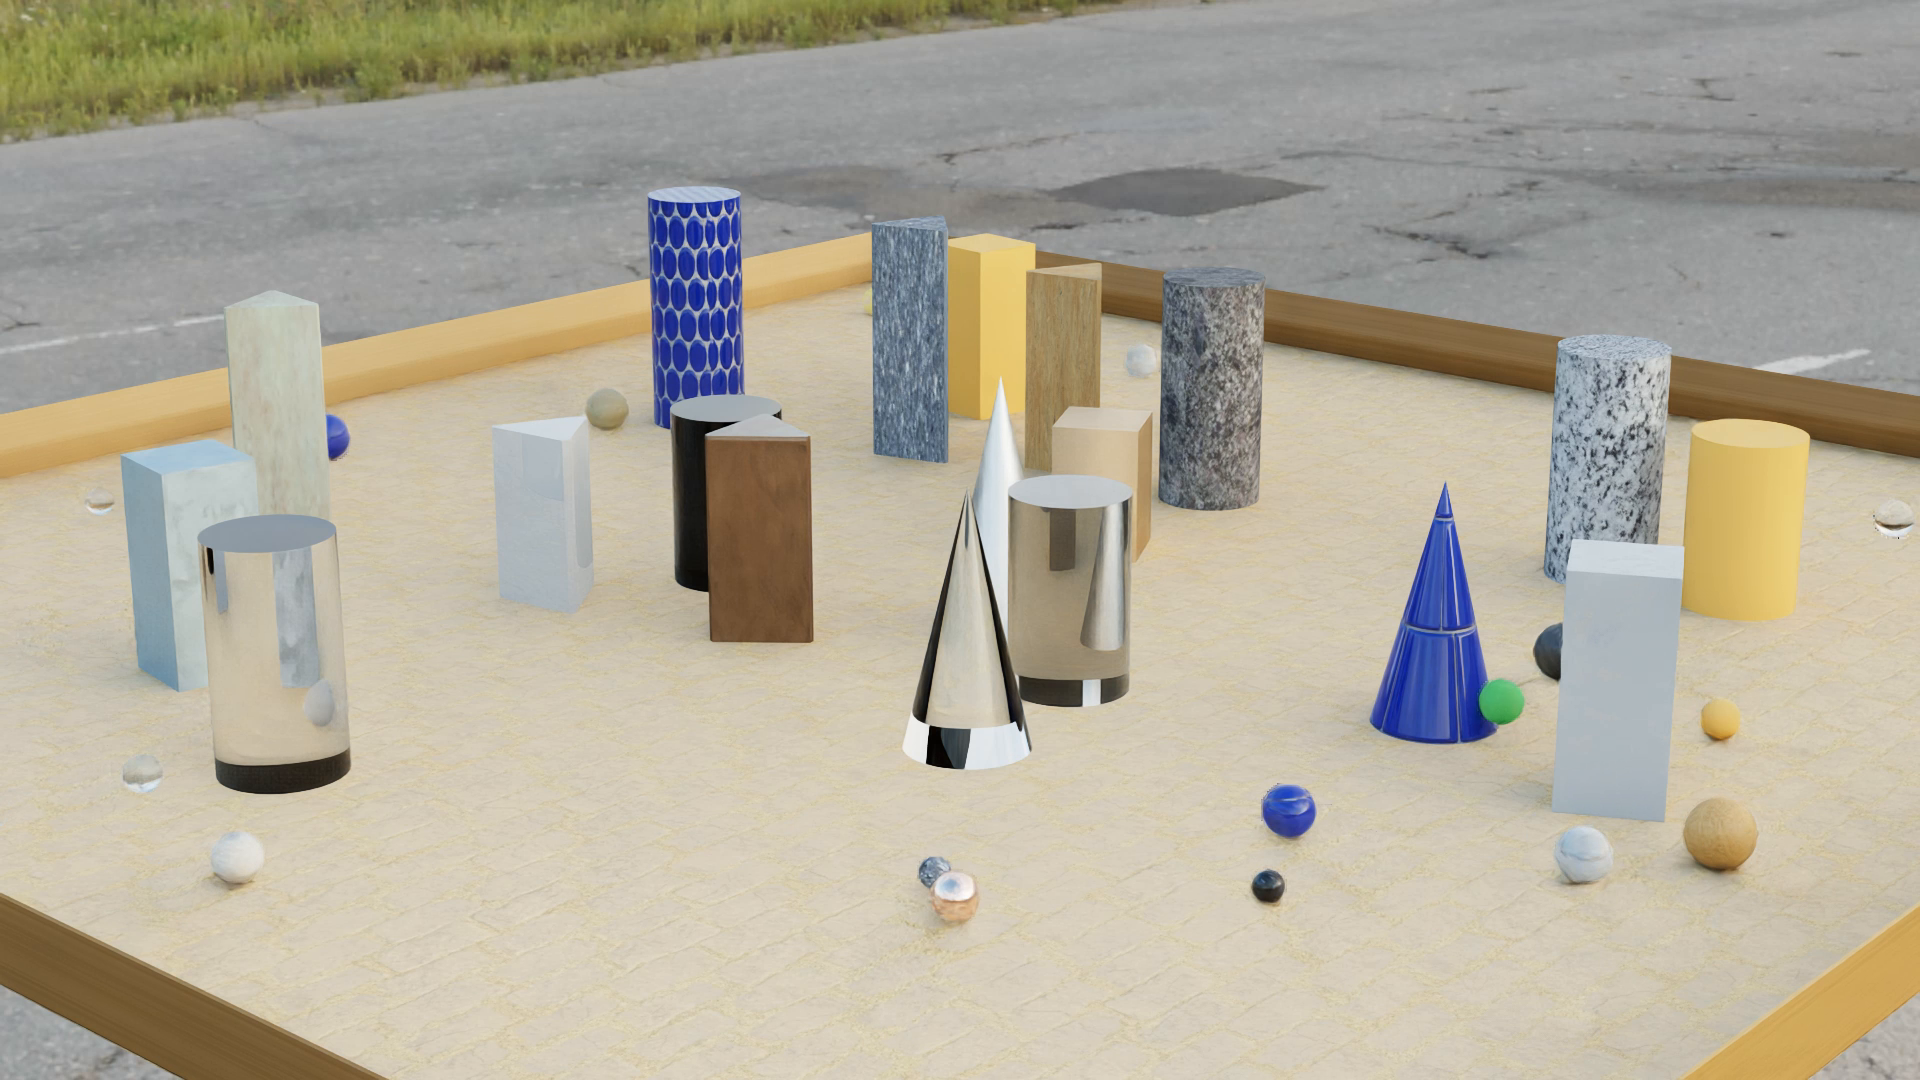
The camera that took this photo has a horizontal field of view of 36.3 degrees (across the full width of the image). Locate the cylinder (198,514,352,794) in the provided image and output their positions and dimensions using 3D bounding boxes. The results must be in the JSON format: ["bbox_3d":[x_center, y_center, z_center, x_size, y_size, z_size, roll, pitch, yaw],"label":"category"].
[{"bbox_3d":[-0.997,0.165,4.273,0.196,0.364,0.196,0,17,0],"label":"cylinder"}]

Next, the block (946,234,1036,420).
[{"bbox_3d":[0.051,-0.464,6.356,0.157,0.365,0.157,-14,22,-39],"label":"block"}]

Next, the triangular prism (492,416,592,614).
[{"bbox_3d":[-0.693,-0.052,5.091,0.170,0.307,0.147,11,20,33],"label":"triangular prism"}]

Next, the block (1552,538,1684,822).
[{"bbox_3d":[0.936,0.198,4.170,0.157,0.360,0.157,4,17,14],"label":"block"}]

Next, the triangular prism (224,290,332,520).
[{"bbox_3d":[-1.292,-0.253,5.563,0.170,0.419,0.147,-3,17,-11],"label":"triangular prism"}]

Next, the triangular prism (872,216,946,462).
[{"bbox_3d":[-0.070,-0.416,5.999,0.170,0.479,0.147,8,19,26],"label":"triangular prism"}]

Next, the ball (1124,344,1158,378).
[{"bbox_3d":[0.412,-0.407,6.671,0.075,0.075,0.075,0,17,0],"label":"ball"}]

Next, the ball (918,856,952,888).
[{"bbox_3d":[-0.033,0.443,3.903,0.045,0.045,0.045,0,17,0],"label":"ball"}]

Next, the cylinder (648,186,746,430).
[{"bbox_3d":[-0.559,-0.492,6.235,0.196,0.490,0.196,0,17,0],"label":"cylinder"}]

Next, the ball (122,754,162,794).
[{"bbox_3d":[-1.181,0.338,4.232,0.057,0.057,0.057,0,17,0],"label":"ball"}]

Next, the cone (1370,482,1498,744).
[{"bbox_3d":[0.730,0.095,4.463,0.196,0.388,0.196,0,17,0],"label":"cone"}]

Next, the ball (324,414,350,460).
[{"bbox_3d":[-1.293,-0.211,5.986,0.095,0.095,0.095,0,17,0],"label":"ball"}]

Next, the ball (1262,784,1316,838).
[{"bbox_3d":[0.457,0.376,4.073,0.075,0.075,0.075,0,17,0],"label":"ball"}]

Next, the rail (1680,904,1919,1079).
[{"bbox_3d":[1.448,0.395,3.916,0.045,0.127,3.946,14,22,39],"label":"rail"}]

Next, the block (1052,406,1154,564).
[{"bbox_3d":[0.260,-0.103,5.365,0.157,0.246,0.157,4,17,13],"label":"block"}]

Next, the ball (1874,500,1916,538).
[{"bbox_3d":[1.740,-0.040,5.457,0.072,0.072,0.072,0,17,0],"label":"ball"}]

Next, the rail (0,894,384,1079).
[{"bbox_3d":[-1.278,0.457,3.711,3.883,0.127,0.045,14,22,39],"label":"rail"}]

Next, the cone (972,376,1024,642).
[{"bbox_3d":[0.067,-0.062,4.894,0.196,0.439,0.196,0,17,0],"label":"cone"}]

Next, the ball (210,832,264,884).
[{"bbox_3d":[-0.967,0.425,3.921,0.069,0.069,0.069,0,17,0],"label":"ball"}]

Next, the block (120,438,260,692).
[{"bbox_3d":[-1.225,0.039,4.701,0.157,0.358,0.157,-13,21,-37],"label":"block"}]

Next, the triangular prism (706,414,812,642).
[{"bbox_3d":[-0.329,-0.022,4.907,0.170,0.355,0.147,0,17,2],"label":"triangular prism"}]

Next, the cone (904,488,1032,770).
[{"bbox_3d":[0.011,0.115,4.361,0.196,0.409,0.196,0,17,0],"label":"cone"}]

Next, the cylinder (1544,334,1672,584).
[{"bbox_3d":[1.144,-0.138,5.186,0.196,0.417,0.196,0,17,0],"label":"cylinder"}]

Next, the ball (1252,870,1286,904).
[{"bbox_3d":[0.406,0.456,3.861,0.044,0.044,0.044,0,17,0],"label":"ball"}]

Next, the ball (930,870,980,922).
[{"bbox_3d":[-0.007,0.462,3.803,0.066,0.066,0.066,0,17,0],"label":"ball"}]

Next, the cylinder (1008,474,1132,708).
[{"bbox_3d":[0.172,0.078,4.630,0.196,0.323,0.196,0,17,0],"label":"cylinder"}]

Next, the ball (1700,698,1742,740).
[{"bbox_3d":[1.153,0.271,4.444,0.061,0.061,0.061,0,17,0],"label":"ball"}]

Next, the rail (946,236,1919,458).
[{"bbox_3d":[1.278,-0.393,6.529,3.883,0.127,0.045,14,22,39],"label":"rail"}]

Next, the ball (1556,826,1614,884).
[{"bbox_3d":[0.835,0.421,3.922,0.075,0.075,0.075,0,17,0],"label":"ball"}]

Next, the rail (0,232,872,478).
[{"bbox_3d":[-1.448,-0.331,6.324,0.045,0.127,3.946,14,22,39],"label":"rail"}]

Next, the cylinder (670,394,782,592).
[{"bbox_3d":[-0.411,-0.083,5.189,0.196,0.310,0.196,0,17,0],"label":"cylinder"}]

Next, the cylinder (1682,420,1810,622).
[{"bbox_3d":[1.347,-0.036,5.042,0.196,0.305,0.196,0,17,0],"label":"cylinder"}]

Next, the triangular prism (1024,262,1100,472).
[{"bbox_3d":[0.242,-0.346,5.899,0.170,0.404,0.147,10,20,31],"label":"triangular prism"}]

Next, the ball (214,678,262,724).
[{"bbox_3d":[-1.109,0.248,4.503,0.072,0.072,0.072,0,17,0],"label":"ball"}]

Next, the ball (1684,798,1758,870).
[{"bbox_3d":[1.028,0.397,3.964,0.098,0.098,0.098,0,17,0],"label":"ball"}]

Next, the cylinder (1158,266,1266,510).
[{"bbox_3d":[0.486,-0.294,5.667,0.196,0.437,0.196,0,17,0],"label":"cylinder"}]

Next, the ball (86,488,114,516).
[{"bbox_3d":[-1.644,-0.074,5.603,0.053,0.053,0.053,0,17,0],"label":"ball"}]

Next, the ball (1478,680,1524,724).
[{"bbox_3d":[0.817,0.244,4.426,0.068,0.068,0.068,0,17,0],"label":"ball"}]

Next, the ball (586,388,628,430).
[{"bbox_3d":[-0.748,-0.277,6.211,0.091,0.091,0.091,0,17,0],"label":"ball"}]

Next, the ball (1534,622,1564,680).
[{"bbox_3d":[0.965,0.179,4.695,0.093,0.093,0.093,0,17,0],"label":"ball"}]
